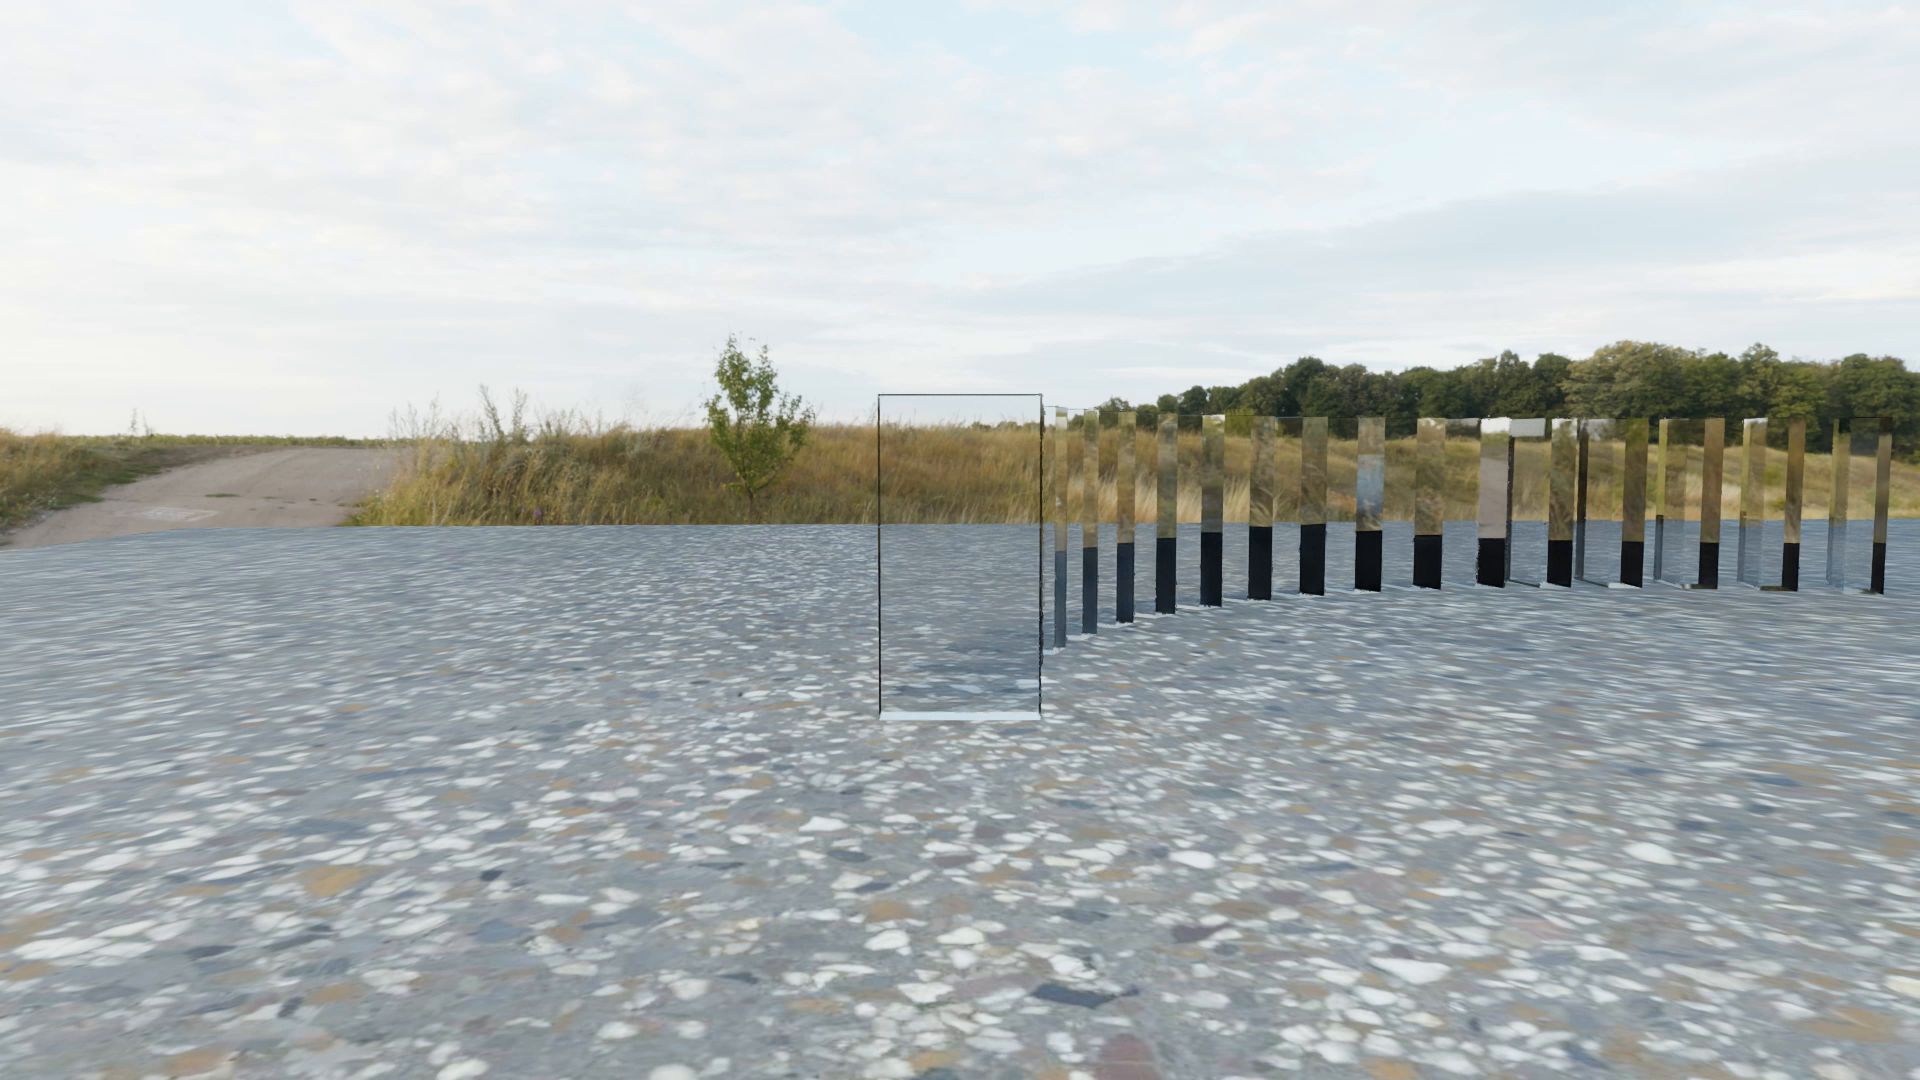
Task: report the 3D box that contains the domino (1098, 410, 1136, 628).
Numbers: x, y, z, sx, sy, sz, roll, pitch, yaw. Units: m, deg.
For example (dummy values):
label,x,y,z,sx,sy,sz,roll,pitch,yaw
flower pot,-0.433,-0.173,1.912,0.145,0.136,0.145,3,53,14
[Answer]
label,x,y,z,sx,sy,sz,roll,pitch,yaw
domino,0.028,-0.005,0.305,0.025,0.050,0.009,3,5,33

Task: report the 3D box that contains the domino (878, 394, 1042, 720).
label,x,y,z,sx,sy,sz,roll,pitch,yaw
domino,0.000,0.002,0.201,0.025,0.050,0.009,0,4,0

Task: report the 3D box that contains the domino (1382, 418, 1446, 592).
label,x,y,z,sx,sy,sz,roll,pitch,yaw
domino,0.132,-0.011,0.382,0.009,0.050,0.025,-1,4,-16

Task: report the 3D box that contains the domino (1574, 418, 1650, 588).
label,x,y,z,sx,sy,sz,roll,pitch,yaw
domino,0.197,-0.012,0.389,0.009,0.050,0.025,0,4,4

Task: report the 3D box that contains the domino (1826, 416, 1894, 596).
label,x,y,z,sx,sy,sz,roll,pitch,yaw
domino,0.261,-0.010,0.373,0.009,0.050,0.025,2,5,24

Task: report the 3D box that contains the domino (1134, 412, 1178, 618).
label,x,y,z,sx,sy,sz,roll,pitch,yaw
domino,0.041,-0.007,0.323,0.025,0.050,0.009,4,6,40

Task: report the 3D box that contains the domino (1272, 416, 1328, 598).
label,x,y,z,sx,sy,sz,roll,pitch,yaw
domino,0.091,-0.010,0.365,0.009,0.050,0.025,-2,5,-30

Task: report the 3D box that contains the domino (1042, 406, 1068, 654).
label,x,y,z,sx,sy,sz,roll,pitch,yaw
domino,0.009,-0.002,0.266,0.025,0.050,0.009,2,5,19

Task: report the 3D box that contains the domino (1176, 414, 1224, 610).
label,x,y,z,sx,sy,sz,roll,pitch,yaw
domino,0.056,-0.008,0.339,0.010,0.050,0.025,-4,6,-43

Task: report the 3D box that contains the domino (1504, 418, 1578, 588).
label,x,y,z,sx,sy,sz,roll,pitch,yaw
domino,0.175,-0.012,0.389,0.009,0.050,0.025,0,4,-3

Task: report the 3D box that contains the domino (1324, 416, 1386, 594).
label,x,y,z,sx,sy,sz,roll,pitch,yaw
domino,0.111,-0.011,0.375,0.009,0.050,0.025,-2,5,-23

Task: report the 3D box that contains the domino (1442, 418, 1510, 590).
label,x,y,z,sx,sy,sz,roll,pitch,yaw
domino,0.153,-0.011,0.387,0.009,0.050,0.025,-1,4,-9

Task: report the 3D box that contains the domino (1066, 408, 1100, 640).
label,x,y,z,sx,sy,sz,roll,pitch,yaw
domino,0.017,-0.004,0.286,0.025,0.050,0.009,2,5,26

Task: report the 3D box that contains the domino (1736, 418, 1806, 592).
label,x,y,z,sx,sy,sz,roll,pitch,yaw
domino,0.240,-0.011,0.381,0.009,0.050,0.025,1,5,18

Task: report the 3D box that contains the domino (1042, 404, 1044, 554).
label,x,y,z,sx,sy,sz,roll,pitch,yaw
domino,0.003,-0.001,0.245,0.025,0.050,0.009,1,4,11

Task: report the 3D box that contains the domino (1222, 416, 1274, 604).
label,x,y,z,sx,sy,sz,roll,pitch,yaw
domino,0.073,-0.009,0.353,0.009,0.050,0.025,-3,5,-37

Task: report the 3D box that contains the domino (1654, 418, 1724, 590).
label,x,y,z,sx,sy,sz,roll,pitch,yaw
domino,0.219,-0.011,0.386,0.009,0.050,0.025,1,4,11

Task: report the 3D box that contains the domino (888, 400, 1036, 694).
label,x,y,z,sx,sy,sz,roll,pitch,yaw
domino,0.000,0.001,0.223,0.025,0.050,0.009,0,4,3
